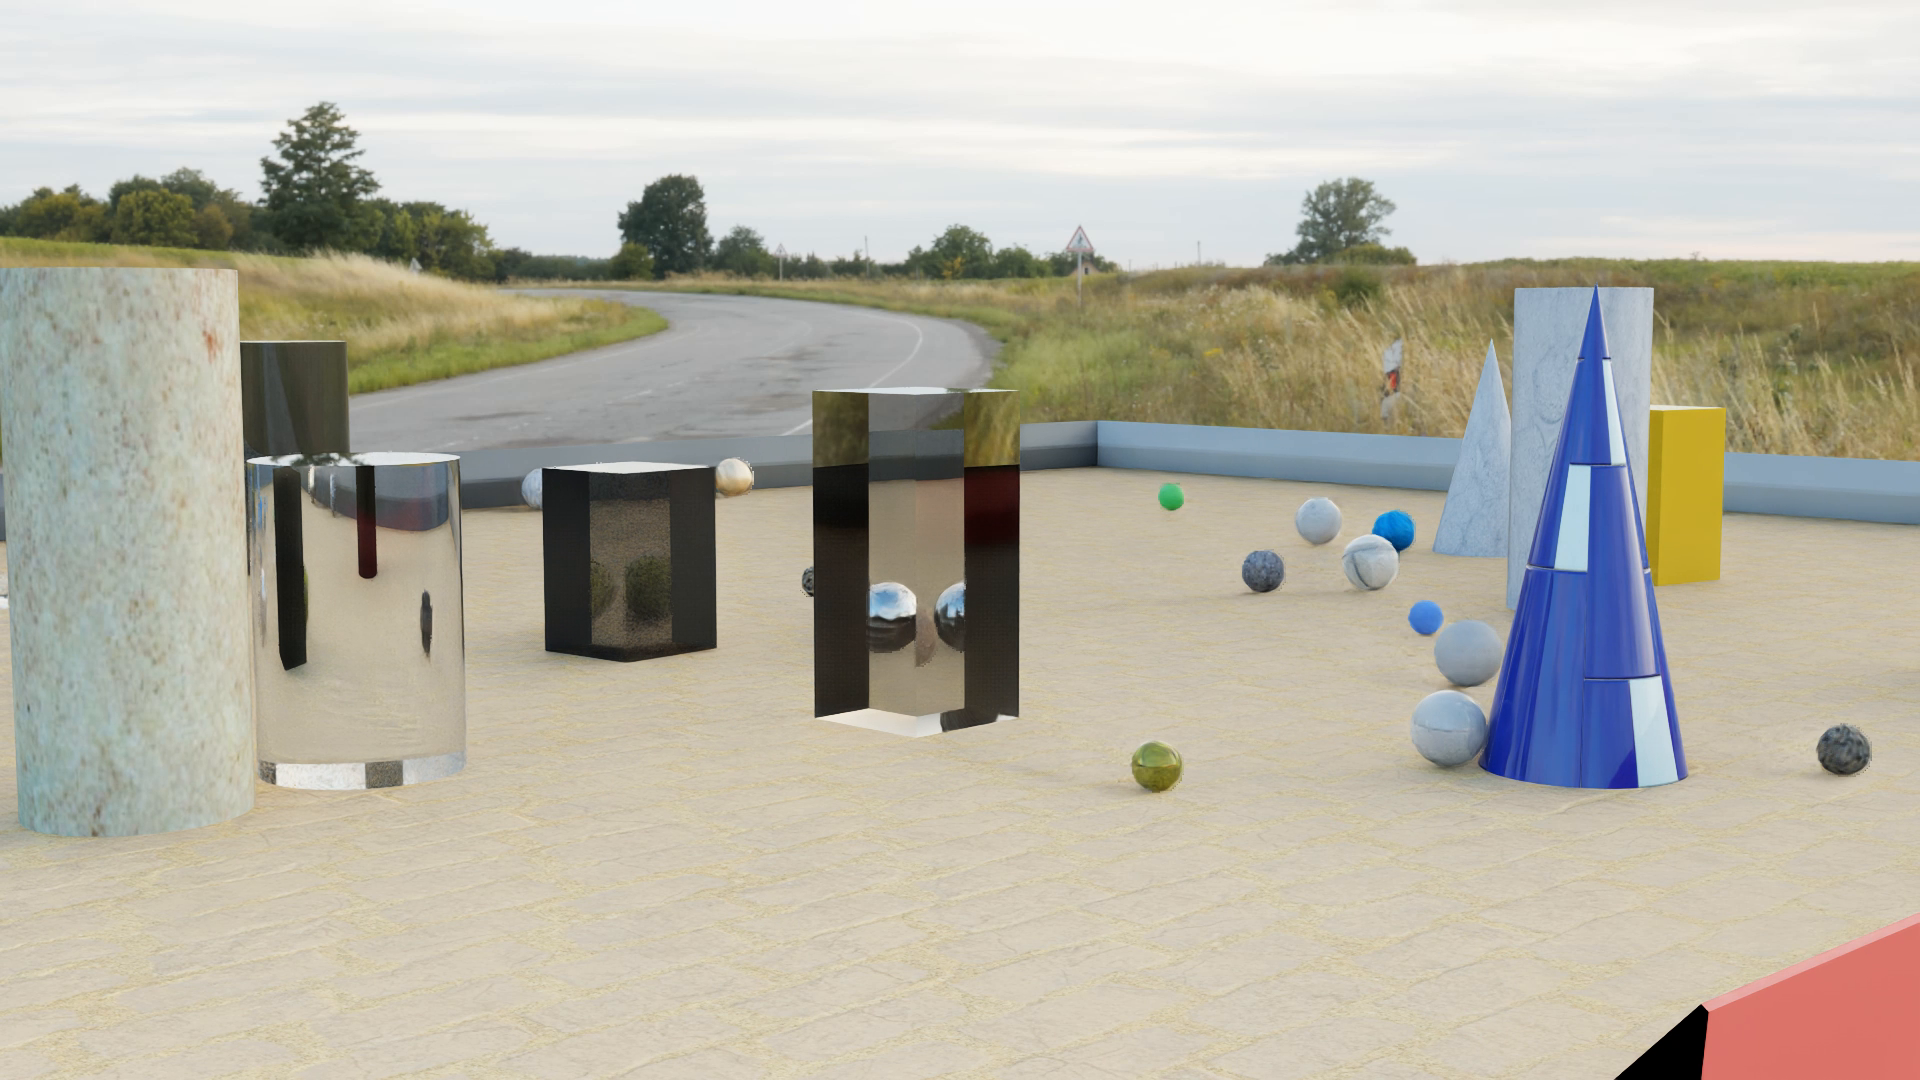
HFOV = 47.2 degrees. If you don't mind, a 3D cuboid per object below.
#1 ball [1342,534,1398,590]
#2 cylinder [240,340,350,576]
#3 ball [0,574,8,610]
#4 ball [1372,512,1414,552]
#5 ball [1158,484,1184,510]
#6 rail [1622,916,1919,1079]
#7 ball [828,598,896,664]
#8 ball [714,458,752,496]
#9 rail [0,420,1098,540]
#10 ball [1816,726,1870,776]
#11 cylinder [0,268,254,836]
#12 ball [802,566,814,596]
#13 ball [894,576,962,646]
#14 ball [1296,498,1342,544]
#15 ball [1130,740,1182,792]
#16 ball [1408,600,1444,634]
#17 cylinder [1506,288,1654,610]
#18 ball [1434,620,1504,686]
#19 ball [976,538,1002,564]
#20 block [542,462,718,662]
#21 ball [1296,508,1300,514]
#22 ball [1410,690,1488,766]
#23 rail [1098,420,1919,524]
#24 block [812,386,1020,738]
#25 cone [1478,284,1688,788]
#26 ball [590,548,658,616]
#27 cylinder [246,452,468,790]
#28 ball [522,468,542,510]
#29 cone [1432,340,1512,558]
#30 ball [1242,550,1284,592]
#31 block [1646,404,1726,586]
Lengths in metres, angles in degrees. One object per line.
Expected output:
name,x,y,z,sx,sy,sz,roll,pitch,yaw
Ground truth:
ball,0.655,0.036,3.509,0.089,0.089,0.089,0,6,0
cylinder,-1.149,-0.144,3.774,0.198,0.392,0.198,0,6,0
ball,-1.427,0.078,3.289,0.052,0.052,0.052,0,6,0
ball,0.801,-0.015,4.060,0.077,0.077,0.077,0,6,0
ball,0.473,-0.096,4.920,0.059,0.059,0.059,0,6,0
rail,1.306,0.180,1.924,4.674,0.129,0.045,-5,8,-42
ball,-0.124,0.114,2.780,0.084,0.084,0.084,0,6,0
ball,-0.547,-0.149,5.273,0.092,0.092,0.092,0,6,0
rail,-1.306,-0.113,4.739,4.674,0.129,0.045,-5,8,-42
ball,0.849,0.202,2.113,0.048,0.048,0.048,0,6,0
cylinder,-0.734,0.003,1.940,0.198,0.480,0.198,0,6,0
ball,-0.222,0.064,3.425,0.050,0.050,0.050,0,6,0
ball,-0.043,0.095,2.936,0.091,0.091,0.091,0,6,0
ball,0.685,-0.035,4.196,0.089,0.089,0.089,0,6,0
ball,0.183,0.210,2.044,0.048,0.048,0.048,0,6,0
ball,0.642,0.107,3.029,0.047,0.047,0.047,0,6,0
cylinder,0.923,-0.135,3.280,0.198,0.478,0.198,0,6,0
ball,0.604,0.134,2.611,0.080,0.080,0.080,0,6,0
ball,0.051,0.019,3.890,0.043,0.043,0.043,0,6,0
block,-0.433,0.025,2.887,0.159,0.241,0.159,5,8,39
ball,0.715,-0.050,4.482,0.058,0.058,0.058,0,6,0
ball,0.479,0.184,2.157,0.075,0.075,0.075,0,6,0
rail,1.700,-0.129,4.892,0.045,0.129,3.898,-5,8,-42
block,-0.047,0.017,2.393,0.159,0.359,0.159,6,8,44
cone,0.609,-0.013,2.128,0.198,0.473,0.198,0,6,0
ball,-0.491,0.062,3.216,0.099,0.099,0.099,0,6,0
cylinder,-0.583,0.072,2.133,0.198,0.302,0.198,0,6,0
ball,-0.933,-0.115,4.927,0.095,0.095,0.095,0,6,0
cone,0.977,-0.175,4.060,0.198,0.396,0.198,0,6,0
ball,0.480,0.049,3.485,0.068,0.068,0.068,0,6,0
block,1.153,-0.078,3.661,0.159,0.285,0.159,-4,7,-34
